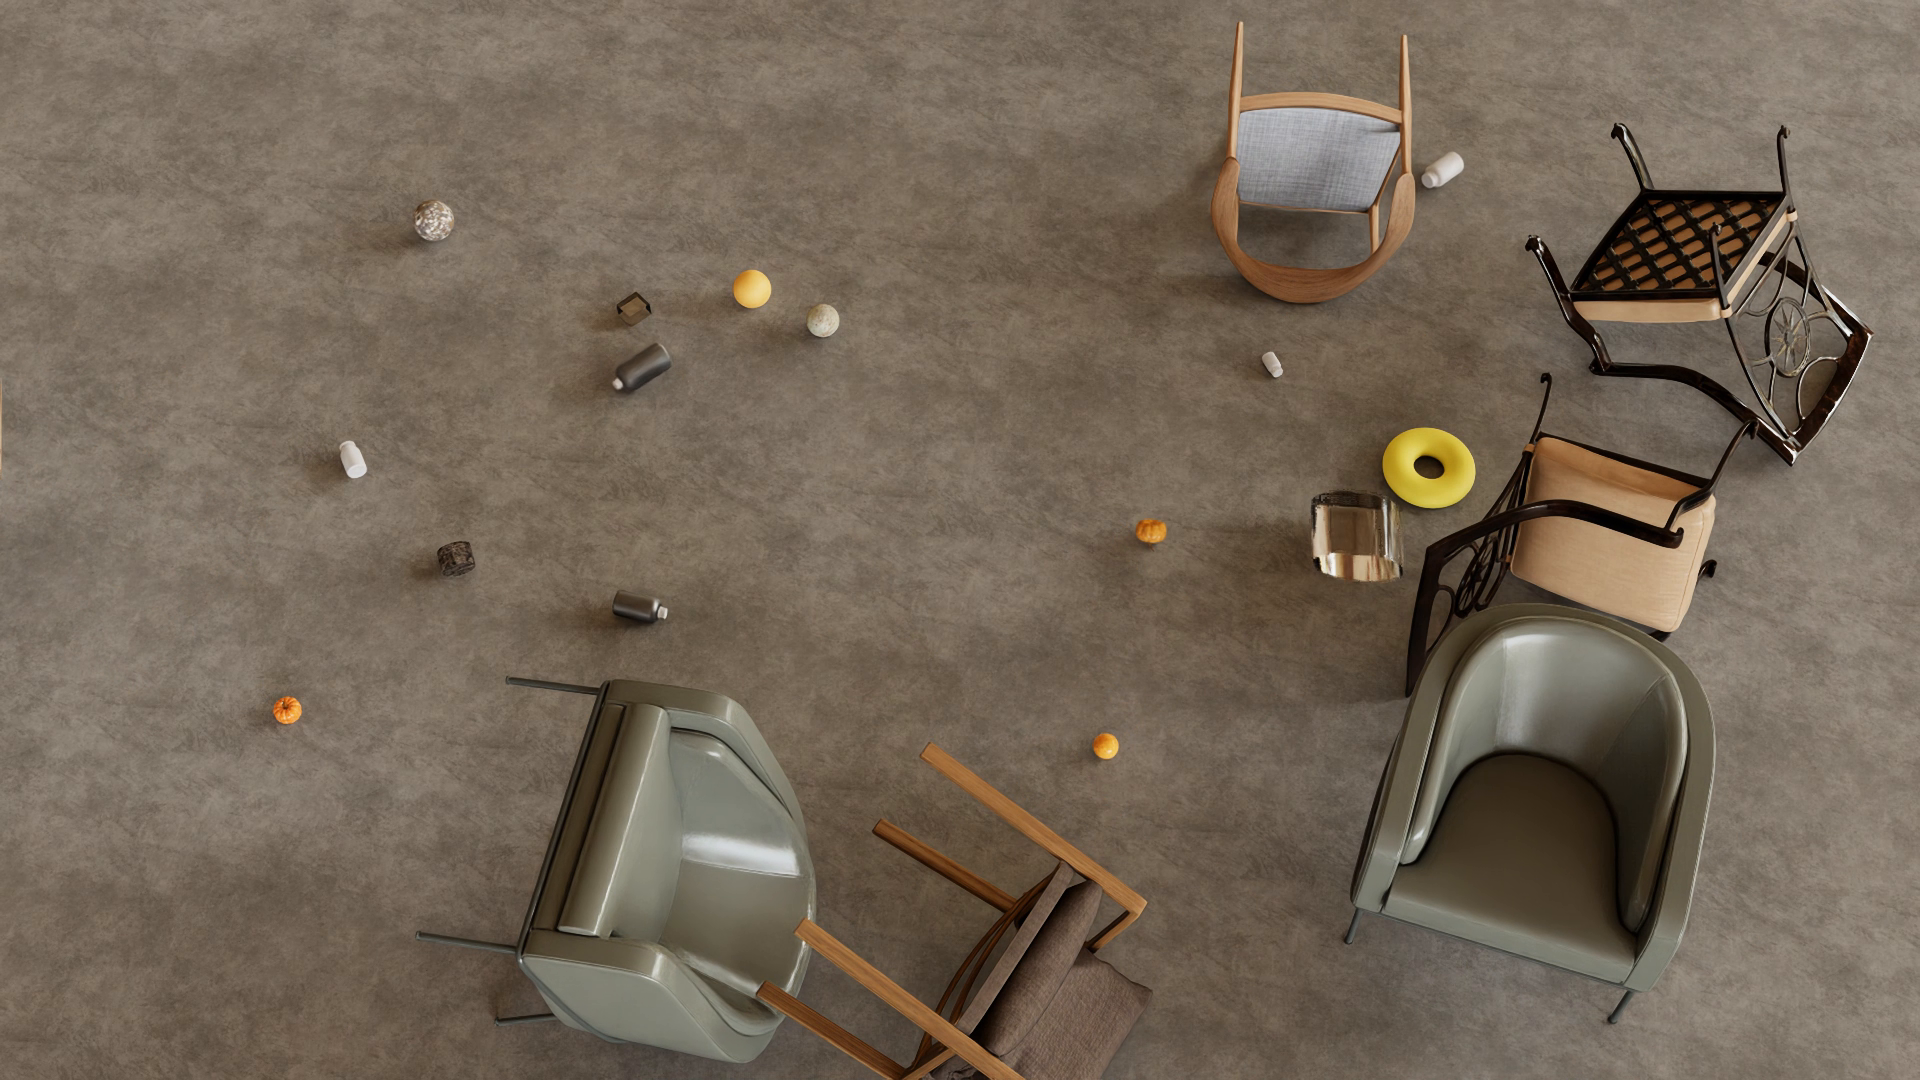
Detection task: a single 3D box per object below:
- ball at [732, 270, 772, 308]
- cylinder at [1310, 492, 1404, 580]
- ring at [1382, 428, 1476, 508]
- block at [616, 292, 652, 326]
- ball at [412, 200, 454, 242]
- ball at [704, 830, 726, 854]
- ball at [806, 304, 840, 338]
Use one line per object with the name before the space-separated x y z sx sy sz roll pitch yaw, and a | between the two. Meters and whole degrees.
ball | -0.666 -0.803 7.039 0.122 0.122 0.122 0 56 0
cylinder | 1.173 -0.011 6.496 0.272 0.137 0.217 8 56 -6
ring | 1.424 -0.220 6.681 0.282 0.068 0.295 10 56 6
block | -1.044 -0.738 7.038 0.081 0.052 0.070 -37 64 -22
ball | -1.723 -1.046 7.195 0.134 0.134 0.134 0 56 0
ball | -0.667 0.823 5.982 0.065 0.065 0.065 0 56 0
ball | -0.436 -0.697 6.978 0.106 0.106 0.106 0 56 0
